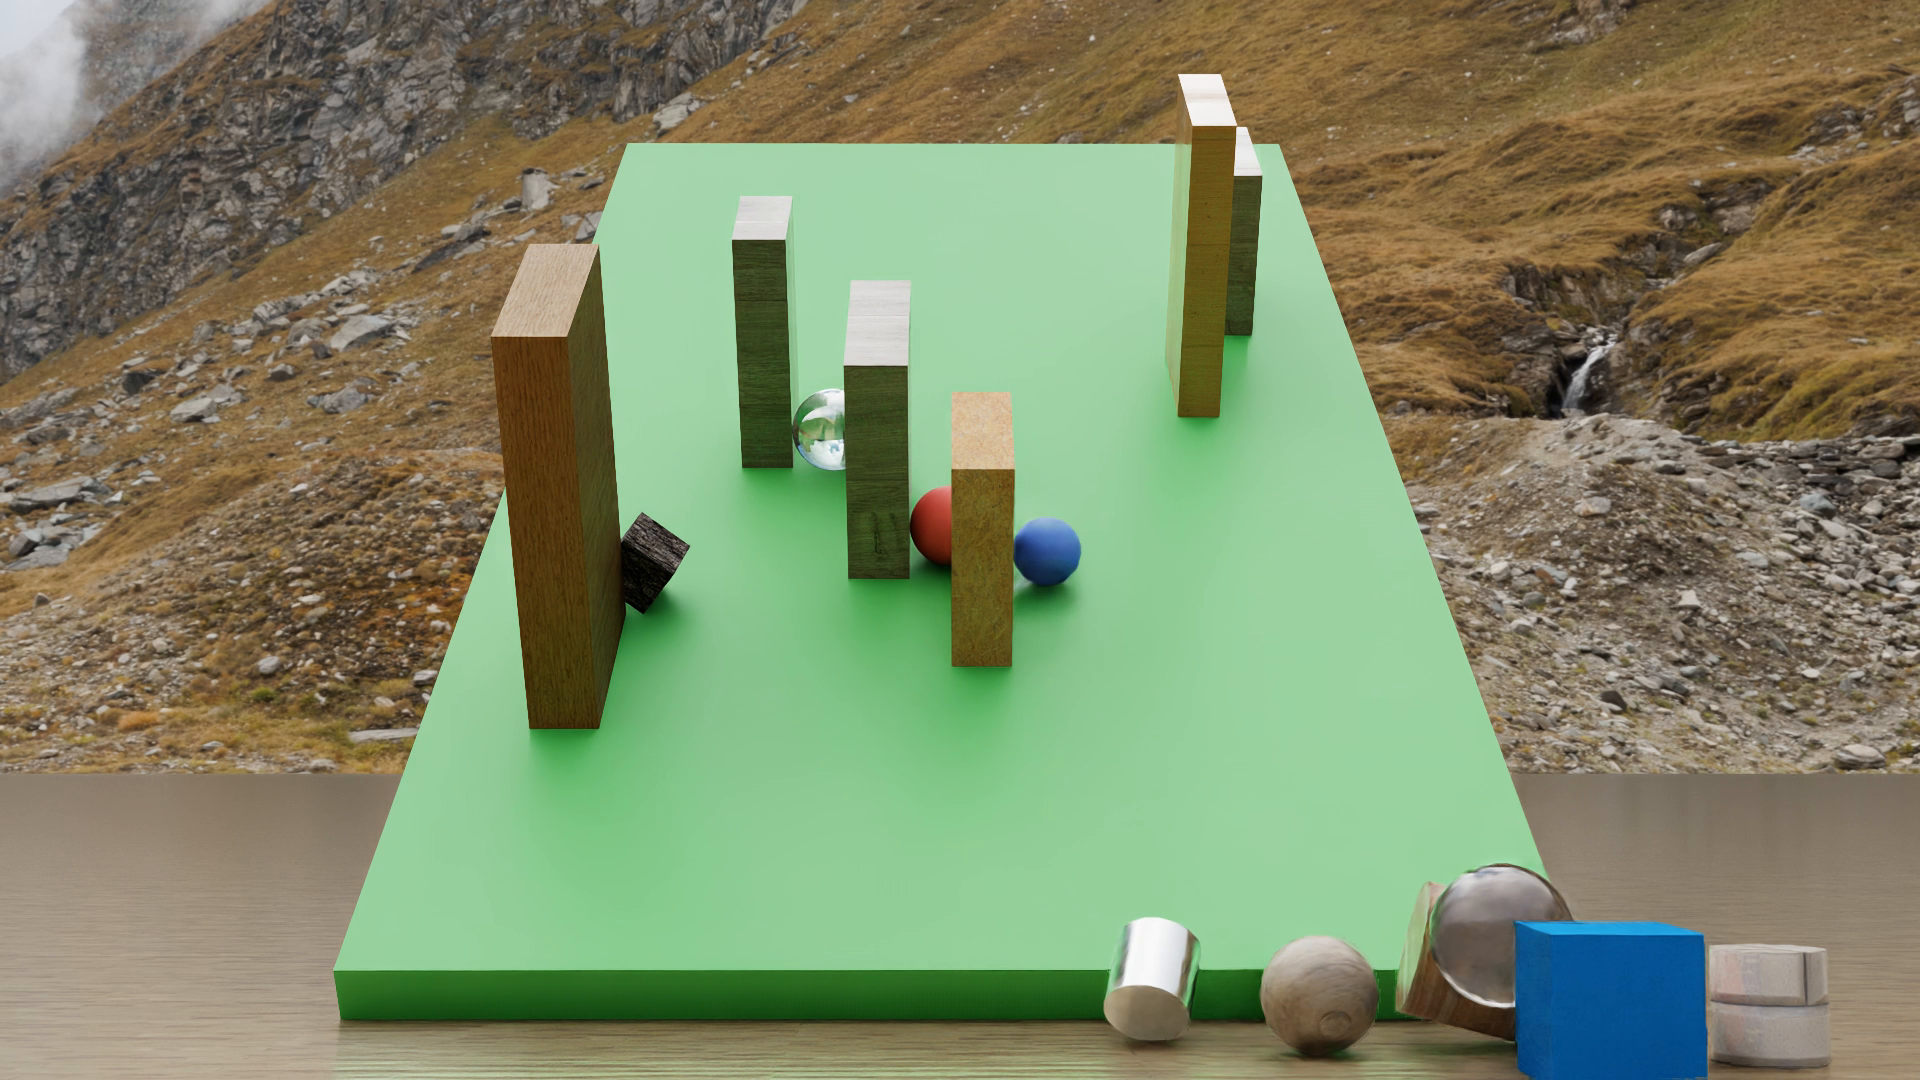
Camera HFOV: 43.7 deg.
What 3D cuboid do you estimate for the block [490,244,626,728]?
[{"bbox_3d":[-0.736,-0.100,4.452,0.130,0.794,0.429,0,28,0],"label":"block"}]

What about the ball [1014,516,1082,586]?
[{"bbox_3d":[0.178,0.023,4.916,0.141,0.141,0.141,0,-5,0],"label":"ball"}]

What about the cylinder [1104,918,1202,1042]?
[{"bbox_3d":[0.288,0.656,3.574,0.129,0.129,0.129,8,-49,9],"label":"cylinder"}]

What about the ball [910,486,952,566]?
[{"bbox_3d":[-0.021,-0.030,4.984,0.168,0.168,0.168,0,-5,0],"label":"ball"}]

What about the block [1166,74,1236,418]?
[{"bbox_3d":[0.563,-0.692,5.635,0.098,0.715,0.371,0,28,0],"label":"block"}]

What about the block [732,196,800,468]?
[{"bbox_3d":[-0.434,-0.467,5.388,0.116,0.550,0.265,0,28,0],"label":"block"}]

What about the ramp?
[{"bbox_3d":[-0.012,-0.220,5.616,2.000,0.100,4.000,0,28,0],"label":"ramp"}]

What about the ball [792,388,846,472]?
[{"bbox_3d":[-0.284,-0.247,5.365,0.185,0.185,0.185,0,-5,0],"label":"ball"}]

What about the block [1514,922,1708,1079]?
[{"bbox_3d":[0.846,0.605,3.124,0.195,0.195,0.195,0,-4,0],"label":"block"}]

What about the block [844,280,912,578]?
[{"bbox_3d":[-0.168,-0.237,5.033,0.127,0.484,0.439,0,28,0],"label":"block"}]

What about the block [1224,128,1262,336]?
[{"bbox_3d":[0.686,-0.793,6.126,0.109,0.426,0.364,0,28,0],"label":"block"}]

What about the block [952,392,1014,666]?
[{"bbox_3d":[0.042,-0.024,4.699,0.117,0.429,0.340,0,28,0],"label":"block"}]

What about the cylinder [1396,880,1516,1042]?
[{"bbox_3d":[0.761,0.620,3.512,0.197,0.197,0.197,14,-4,5],"label":"cylinder"}]

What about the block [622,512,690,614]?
[{"bbox_3d":[-0.642,0.046,4.839,0.121,0.121,0.121,36,29,-8],"label":"block"}]

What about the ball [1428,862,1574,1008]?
[{"bbox_3d":[0.753,0.550,3.326,0.200,0.200,0.200,0,-5,0],"label":"ball"}]

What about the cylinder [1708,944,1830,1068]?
[{"bbox_3d":[1.124,0.646,3.325,0.156,0.156,0.156,0,-5,0],"label":"cylinder"}]

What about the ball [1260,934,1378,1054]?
[{"bbox_3d":[0.512,0.648,3.412,0.168,0.168,0.168,0,-5,0],"label":"ball"}]
